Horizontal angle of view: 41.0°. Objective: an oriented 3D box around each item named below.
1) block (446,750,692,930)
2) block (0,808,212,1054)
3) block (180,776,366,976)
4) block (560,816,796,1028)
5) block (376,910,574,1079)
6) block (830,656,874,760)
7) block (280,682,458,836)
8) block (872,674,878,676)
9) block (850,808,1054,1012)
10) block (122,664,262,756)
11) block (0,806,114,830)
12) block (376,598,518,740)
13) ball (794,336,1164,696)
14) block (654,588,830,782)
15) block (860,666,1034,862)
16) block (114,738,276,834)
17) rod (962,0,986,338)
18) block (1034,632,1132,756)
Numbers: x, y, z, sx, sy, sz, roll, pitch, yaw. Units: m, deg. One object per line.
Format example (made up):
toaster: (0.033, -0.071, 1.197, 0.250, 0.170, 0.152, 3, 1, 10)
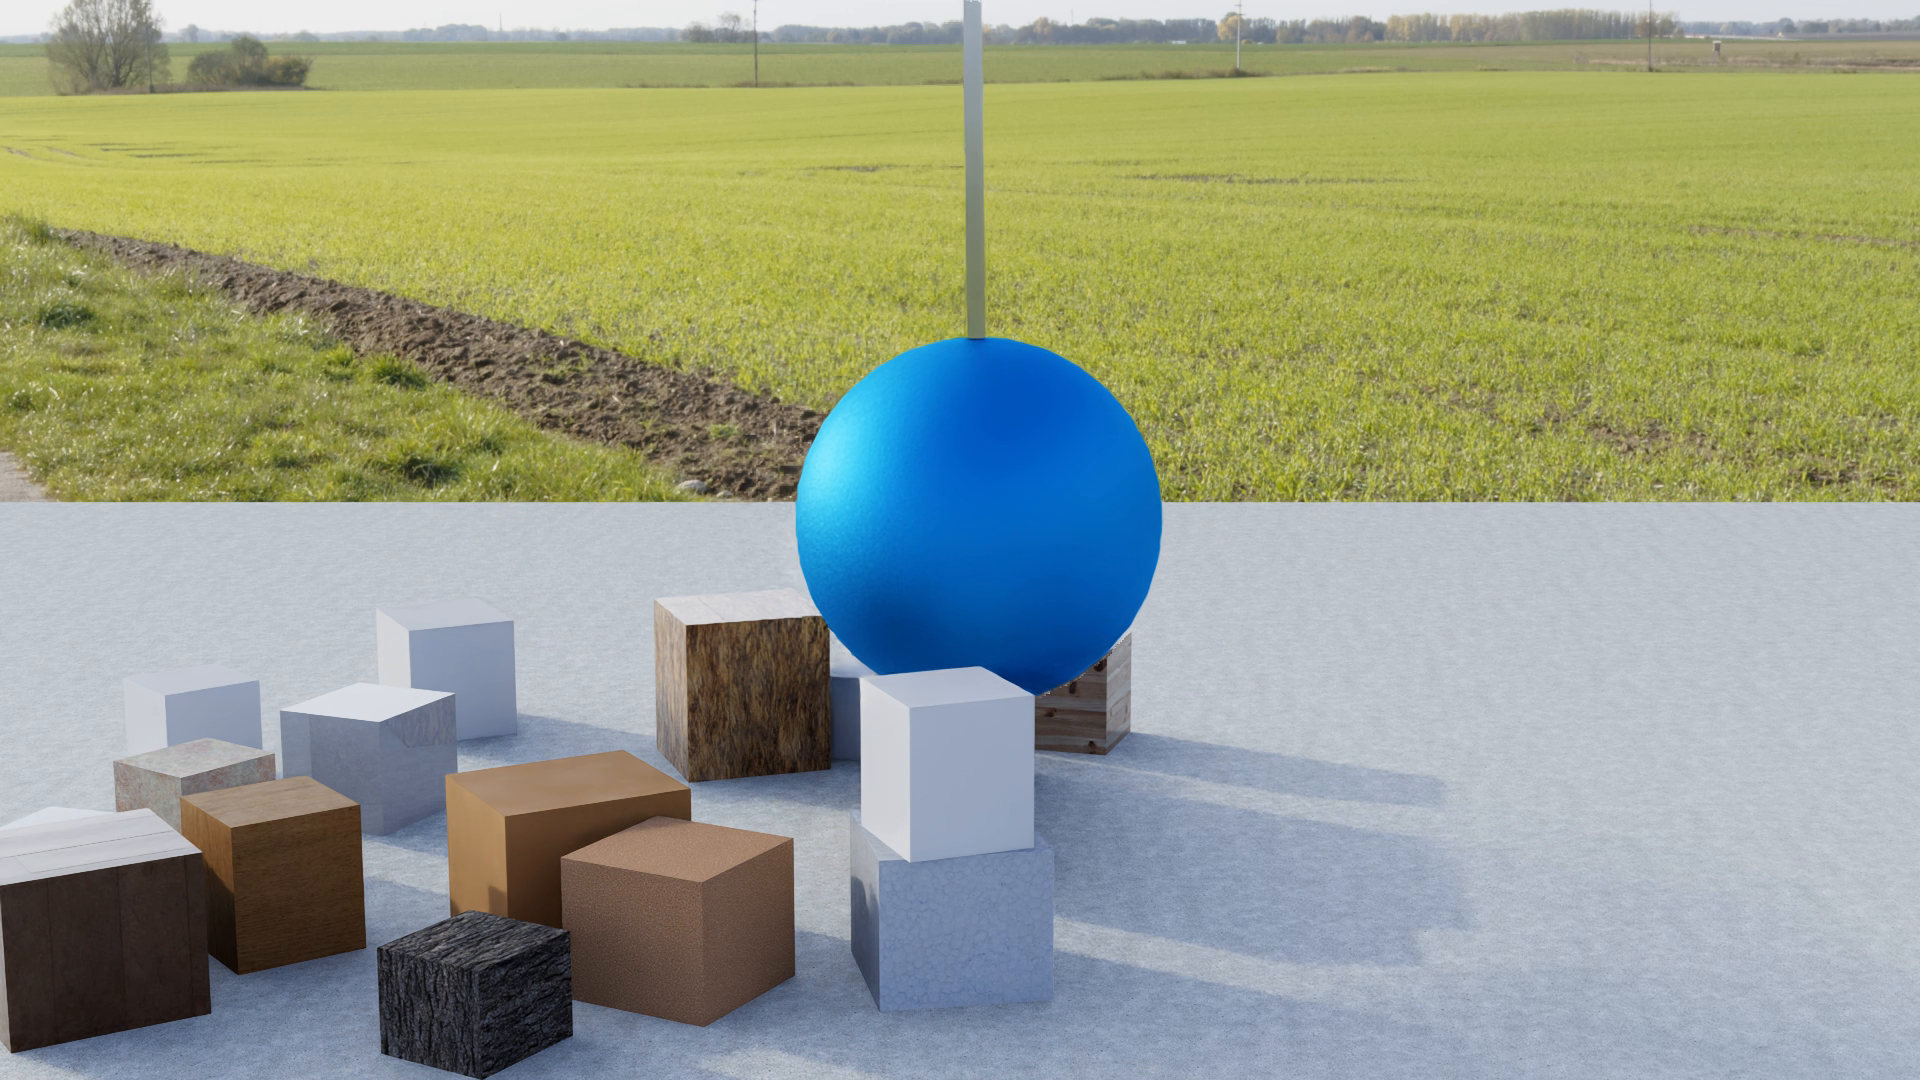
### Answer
block: (-1.615, 1.306, 10.597, 0.795, 0.638, 0.703, -6, 12, -30)
block: (-3.333, 1.463, 9.743, 0.733, 0.635, 0.704, -7, 12, -33)
block: (-2.796, 1.352, 10.441, 0.539, 0.605, 0.551, -8, 13, -36)
block: (-1.086, 1.463, 9.945, 0.646, 0.563, 0.639, 6, 12, 28)
block: (-1.766, 1.650, 9.364, 0.481, 0.403, 0.500, 6, 12, 31)
block: (-0.408, 0.886, 13.466, 0.522, 0.438, 0.485, 3, 11, 14)
block: (-2.823, 1.042, 12.296, 0.565, 0.550, 0.610, 4, 11, 23)
block: (-0.054, 1.030, 12.073, 0.761, 0.654, 0.659, 0, 10, 3)
block: (-0.042, 1.423, 10.073, 0.674, 0.596, 0.698, -2, 11, -11)
block: (-3.856, 0.949, 12.910, 0.497, 0.513, 0.491, -9, 14, -40)
block: (-3.617, 1.408, 10.406, 0.483, 0.507, 0.469, 3, 11, 17)
block: (-2.794, 0.706, 13.944, 0.571, 0.622, 0.669, -5, 12, -27)
ball: (0.081, -0.083, 11.165, 1.600, 1.600, 1.600, 0, 10, 0)
block: (-1.129, 0.739, 13.246, 0.743, 0.808, 0.704, -4, 11, -19)
block: (-0.053, 0.853, 9.876, 0.507, 0.597, 0.527, -4, 11, -22)
block: (-3.421, 1.213, 11.509, 0.475, 0.495, 0.510, 7, 13, 35)
rod: (0.035, -3.428, 10.557, 0.080, 5.200, 0.080, -1, 10, 0)
block: (0.537, 0.790, 13.679, 0.640, 0.552, 0.528, 3, 11, 17)
